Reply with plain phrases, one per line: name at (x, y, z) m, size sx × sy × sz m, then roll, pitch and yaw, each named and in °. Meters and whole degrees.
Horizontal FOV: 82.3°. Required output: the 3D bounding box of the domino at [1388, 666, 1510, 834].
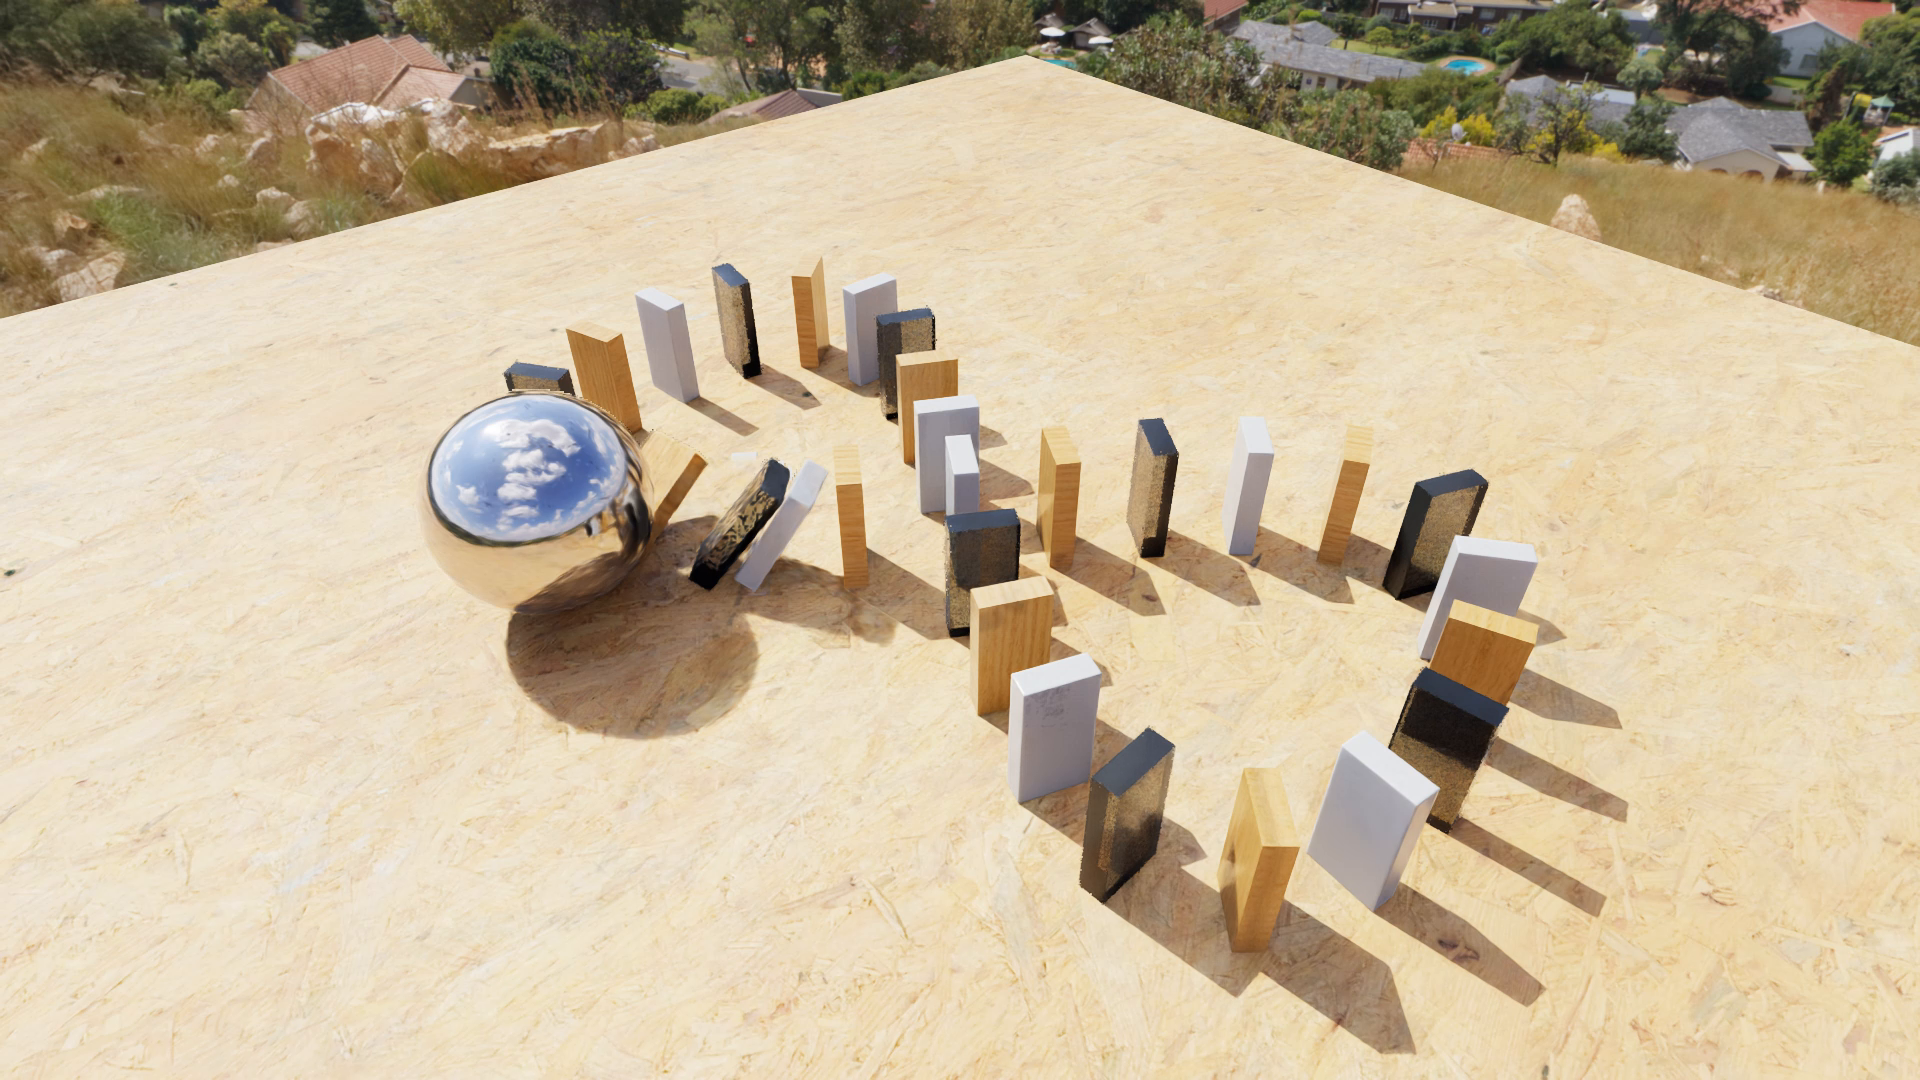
domino at (0.144, 0.064, 0.333) m, size 0.025 × 0.050 × 0.010 m, roll 29°, pitch 47°, yaw 31°

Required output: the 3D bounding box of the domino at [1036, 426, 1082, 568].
domino at (0.038, -0.017, 0.432) m, size 0.010 × 0.050 × 0.025 m, roll -6°, pitch 40°, yaw -7°

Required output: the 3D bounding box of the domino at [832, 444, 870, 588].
domino at (-0.042, -0.009, 0.422) m, size 0.009 × 0.050 × 0.025 m, roll -5°, pitch 40°, yaw -6°

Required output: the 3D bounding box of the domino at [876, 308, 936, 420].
domino at (-0.024, -0.082, 0.511) m, size 0.025 × 0.050 × 0.009 m, roll -13°, pitch 41°, yaw -15°

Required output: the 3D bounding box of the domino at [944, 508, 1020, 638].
domino at (0.008, 0.012, 0.396) m, size 0.025 × 0.050 × 0.010 m, roll -7°, pitch 40°, yaw -8°

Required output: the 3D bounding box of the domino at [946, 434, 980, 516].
domino at (0.001, -0.013, 0.427) m, size 0.010 × 0.050 × 0.025 m, roll -5°, pitch 40°, yaw -6°

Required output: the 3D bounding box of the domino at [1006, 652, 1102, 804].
domino at (0.028, 0.059, 0.340) m, size 0.025 × 0.050 × 0.009 m, roll -14°, pitch 41°, yaw -16°

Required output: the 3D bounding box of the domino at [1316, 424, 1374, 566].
domino at (0.151, -0.017, 0.432) m, size 0.010 × 0.050 × 0.025 m, roll 12°, pitch 41°, yaw 15°

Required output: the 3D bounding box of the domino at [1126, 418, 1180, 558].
domino at (0.076, -0.020, 0.436) m, size 0.010 × 0.050 × 0.025 m, roll -4°, pitch 40°, yaw -5°

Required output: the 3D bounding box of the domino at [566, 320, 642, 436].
domino at (-0.162, -0.073, 0.501) m, size 0.025 × 0.050 × 0.009 m, roll 21°, pitch 44°, yaw 23°

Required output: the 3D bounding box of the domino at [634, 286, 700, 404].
domino at (-0.139, -0.093, 0.524) m, size 0.025 × 0.050 × 0.009 m, roll 30°, pitch 48°, yaw 31°

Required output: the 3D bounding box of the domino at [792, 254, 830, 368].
domino at (-0.075, -0.115, 0.551) m, size 0.010 × 0.050 × 0.025 m, roll 5°, pitch 40°, yaw 6°

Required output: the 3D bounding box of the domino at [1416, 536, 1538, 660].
domino at (0.180, 0.022, 0.384) m, size 0.025 × 0.050 × 0.009 m, roll 8°, pitch 40°, yaw 9°

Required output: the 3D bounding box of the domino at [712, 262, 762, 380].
domino at (-0.110, -0.108, 0.543) m, size 0.009 × 0.050 × 0.025 m, roll -21°, pitch 44°, yaw -24°

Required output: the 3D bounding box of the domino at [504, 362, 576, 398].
domino at (-0.177, -0.051, 0.474) m, size 0.025 × 0.050 × 0.009 m, roll 9°, pitch 40°, yaw 11°

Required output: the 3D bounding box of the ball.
ball at (-0.151, -0.013, 0.396) m, size 0.080 × 0.080 × 0.080 m, roll 0°, pitch 39°, yaw 0°

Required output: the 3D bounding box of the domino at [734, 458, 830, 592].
domino at (-0.068, -0.005, 0.419) m, size 0.009 × 0.050 × 0.025 m, roll 31°, pitch 37°, yaw -12°

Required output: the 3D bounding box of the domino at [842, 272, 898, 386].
domino at (-0.043, -0.102, 0.537) m, size 0.025 × 0.050 × 0.010 m, roll -28°, pitch 47°, yaw -30°

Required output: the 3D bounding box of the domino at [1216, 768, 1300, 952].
domino at (0.081, 0.089, 0.303) m, size 0.009 × 0.050 × 0.025 m, roll 0°, pitch 39°, yaw 0°

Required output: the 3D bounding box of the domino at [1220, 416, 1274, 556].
domino at (0.114, -0.021, 0.437) m, size 0.009 × 0.050 × 0.025 m, roll 2°, pitch 39°, yaw 2°

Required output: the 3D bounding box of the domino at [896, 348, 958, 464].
domino at (-0.014, -0.058, 0.483) m, size 0.025 × 0.050 × 0.009 m, roll -9°, pitch 40°, yaw -11°

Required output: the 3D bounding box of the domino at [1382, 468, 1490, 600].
domino at (0.178, -0.002, 0.413) m, size 0.025 × 0.050 × 0.009 m, roll -13°, pitch 41°, yaw -15°

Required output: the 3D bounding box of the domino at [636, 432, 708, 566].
domino at (-0.127, -0.017, 0.444) m, size 0.025 × 0.009 × 0.050 m, roll 26°, pitch 78°, yaw 28°

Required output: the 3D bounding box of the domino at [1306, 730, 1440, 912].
domino at (0.116, 0.081, 0.313) m, size 0.009 × 0.050 × 0.025 m, roll -24°, pitch 45°, yaw -26°

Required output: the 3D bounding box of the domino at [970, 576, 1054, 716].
domino at (0.017, 0.036, 0.368) m, size 0.025 × 0.050 × 0.010 m, roll -10°, pitch 40°, yaw -12°

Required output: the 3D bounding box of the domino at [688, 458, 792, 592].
domino at (-0.084, -0.006, 0.420) m, size 0.009 × 0.050 × 0.025 m, roll 34°, pitch 26°, yaw -19°

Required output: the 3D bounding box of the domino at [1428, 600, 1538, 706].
domino at (0.166, 0.045, 0.357) m, size 0.025 × 0.050 × 0.010 m, roll 19°, pitch 43°, yaw 22°

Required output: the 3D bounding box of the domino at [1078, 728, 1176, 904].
domino at (0.047, 0.079, 0.315) m, size 0.025 × 0.050 × 0.009 m, roll -32°, pitch 49°, yaw -33°

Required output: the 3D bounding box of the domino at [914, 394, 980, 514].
domino at (-0.005, -0.035, 0.454) m, size 0.025 × 0.050 × 0.009 m, roll -8°, pitch 40°, yaw -10°
